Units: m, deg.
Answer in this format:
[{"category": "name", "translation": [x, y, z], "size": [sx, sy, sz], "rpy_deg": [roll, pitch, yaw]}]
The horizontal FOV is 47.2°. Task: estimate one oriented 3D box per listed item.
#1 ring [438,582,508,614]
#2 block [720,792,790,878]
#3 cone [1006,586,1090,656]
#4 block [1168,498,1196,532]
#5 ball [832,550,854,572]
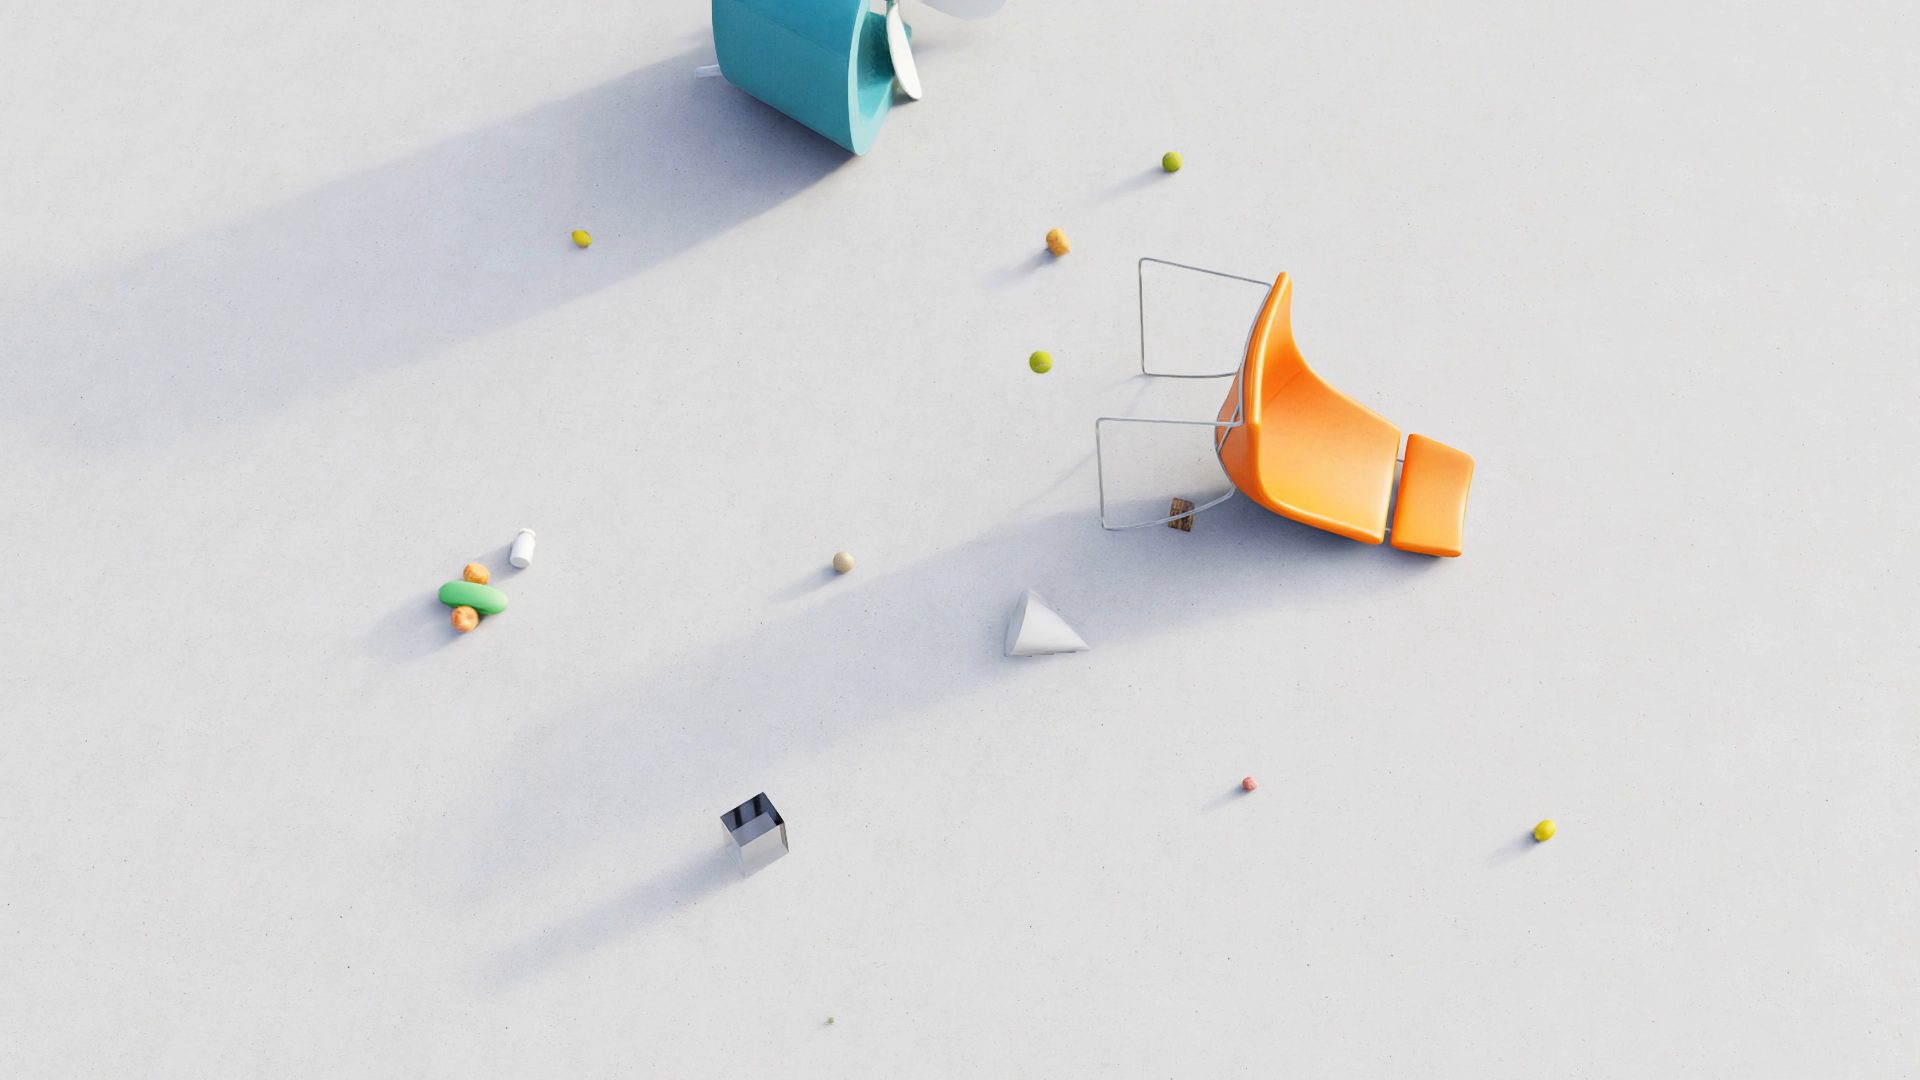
[{"category": "ring", "translation": [-1.419, 0.168, 6.408], "size": [0.208, 0.091, 0.069], "rpy_deg": [10, 70, 4]}, {"category": "block", "translation": [-0.553, 0.795, 5.926], "size": [0.136, 0.189, 0.109], "rpy_deg": [-29, 61, -18]}, {"category": "cone", "translation": [0.273, 0.272, 6.345], "size": [0.234, 0.158, 0.238], "rpy_deg": [20, 47, -9]}, {"category": "block", "translation": [0.662, -0.075, 6.563], "size": [0.066, 0.102, 0.038], "rpy_deg": [14, 57, 9]}, {"category": "ball", "translation": [-0.344, 0.064, 6.492], "size": [0.064, 0.064, 0.064], "rpy_deg": [0, 56, 0]}]
